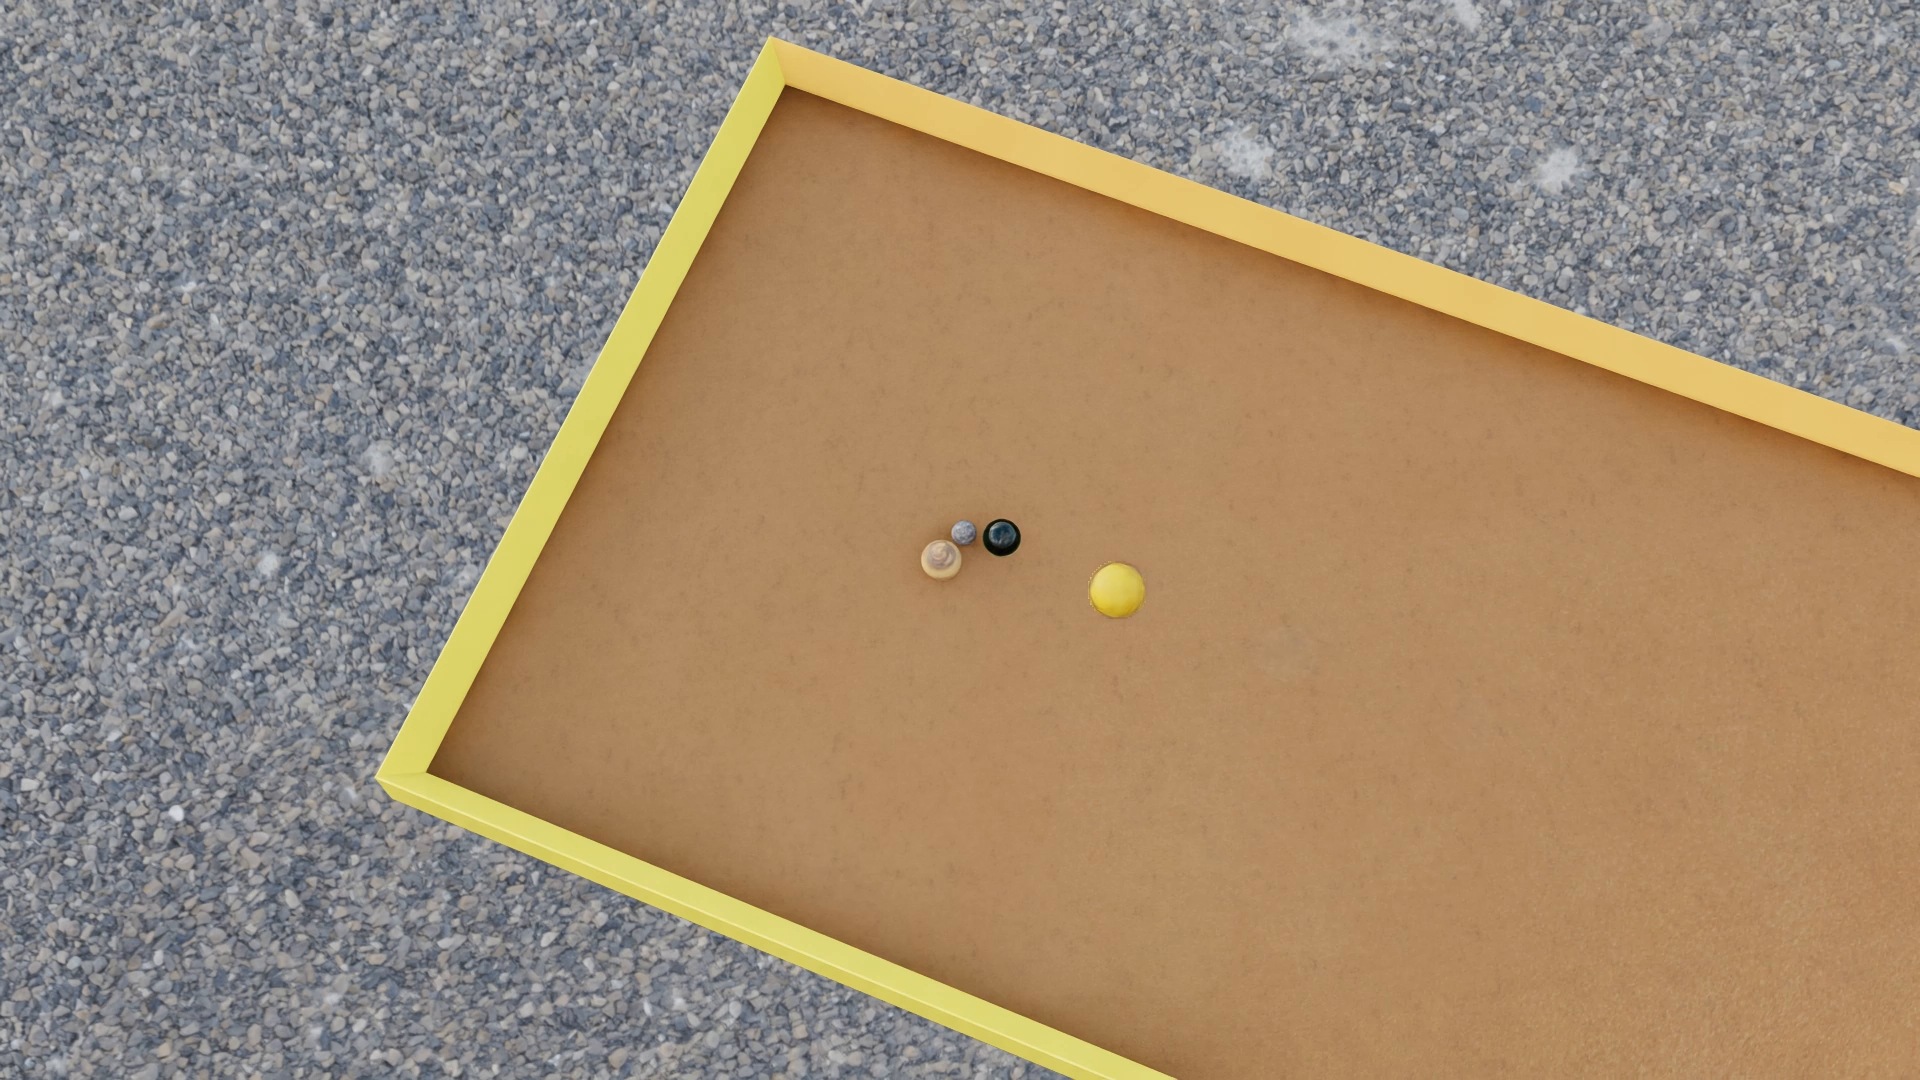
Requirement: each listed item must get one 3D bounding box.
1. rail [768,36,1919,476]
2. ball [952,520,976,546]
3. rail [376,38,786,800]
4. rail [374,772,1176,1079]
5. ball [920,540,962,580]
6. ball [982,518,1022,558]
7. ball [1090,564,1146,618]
[{"bbox_3d":[0.864,-0.379,3.650,2.597,0.112,0.045,21,69,8],"label":"rail"},{"bbox_3d":[0.007,-0.011,3.534,0.041,0.041,0.041,0,67,0],"label":"ball"},{"bbox_3d":[-0.579,-0.229,3.587,0.045,0.112,1.439,21,69,8],"label":"rail"},{"bbox_3d":[0.338,0.808,3.146,2.597,0.112,0.045,21,69,8],"label":"rail"},{"bbox_3d":[-0.030,0.032,3.502,0.065,0.065,0.065,0,67,0],"label":"ball"},{"bbox_3d":[0.067,-0.004,3.519,0.062,0.062,0.062,0,67,0],"label":"ball"},{"bbox_3d":[0.249,0.080,3.471,0.086,0.086,0.086,0,67,0],"label":"ball"}]
